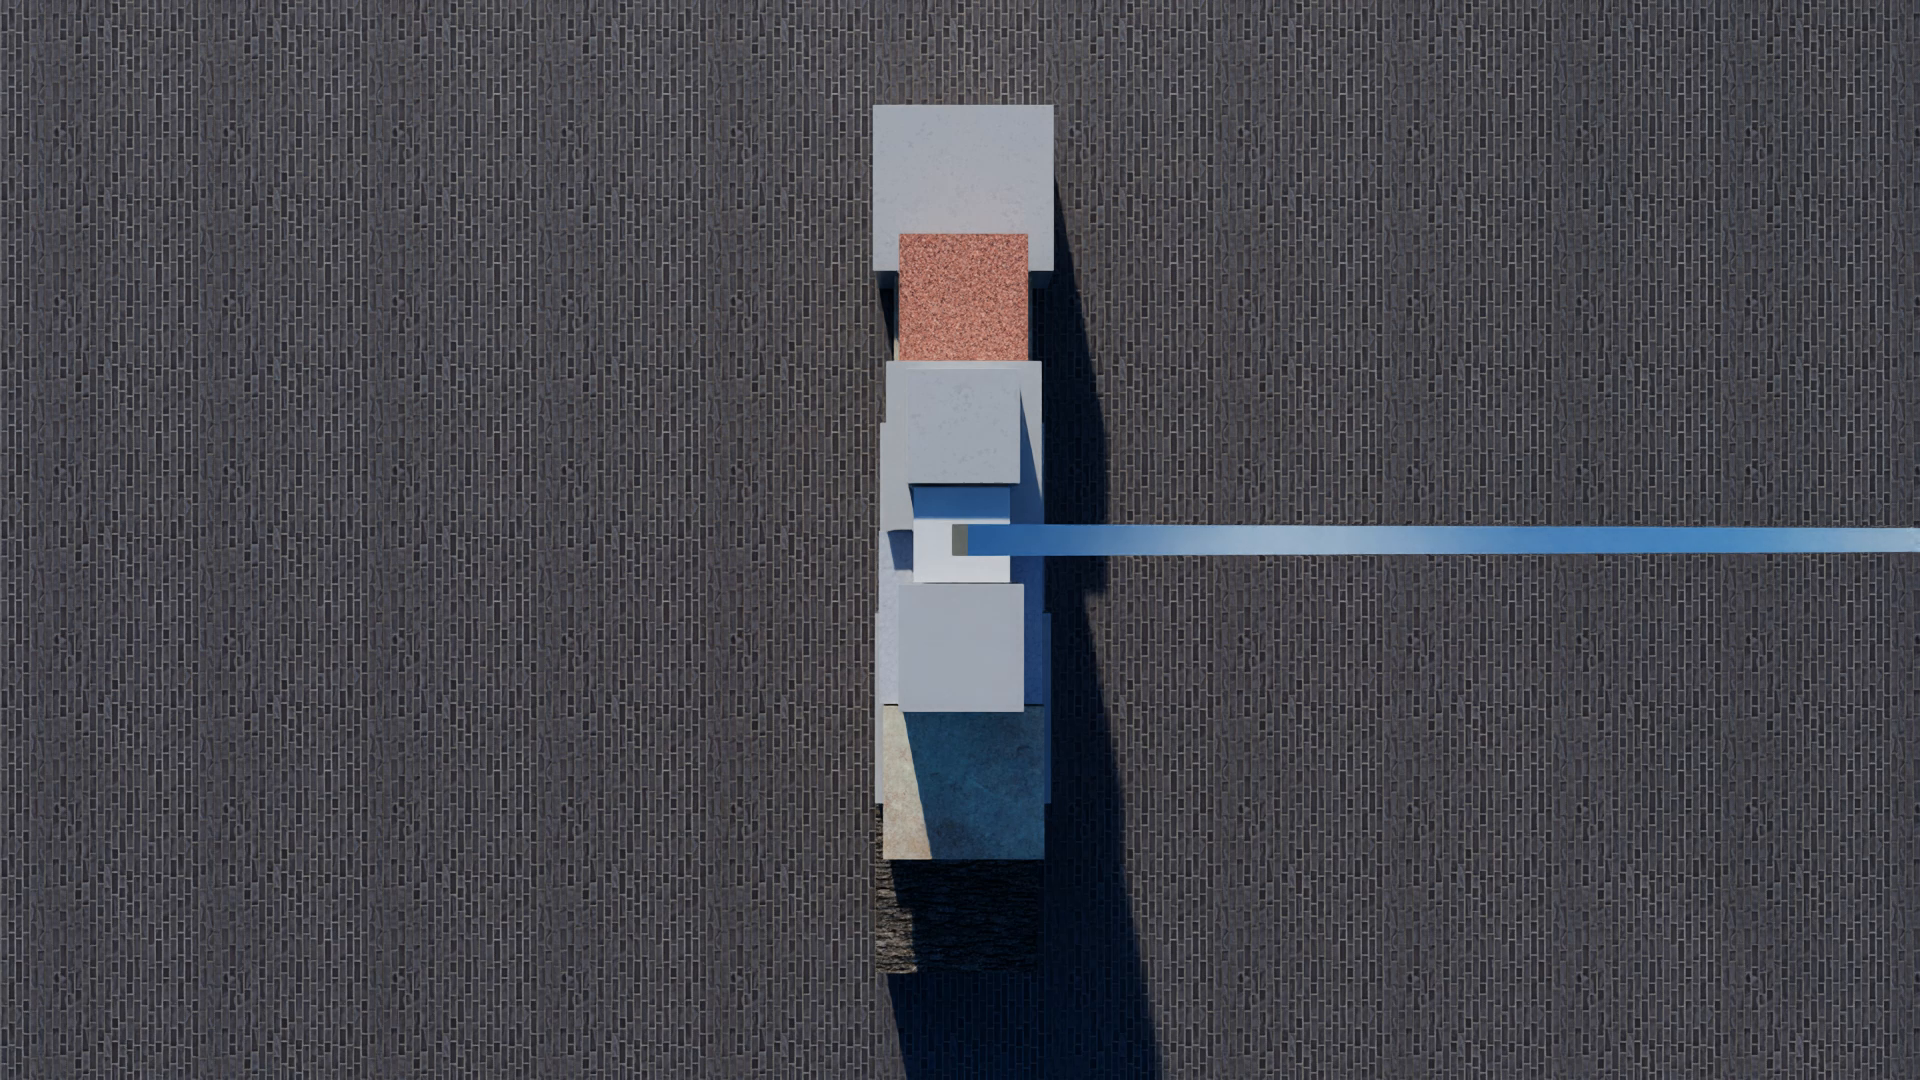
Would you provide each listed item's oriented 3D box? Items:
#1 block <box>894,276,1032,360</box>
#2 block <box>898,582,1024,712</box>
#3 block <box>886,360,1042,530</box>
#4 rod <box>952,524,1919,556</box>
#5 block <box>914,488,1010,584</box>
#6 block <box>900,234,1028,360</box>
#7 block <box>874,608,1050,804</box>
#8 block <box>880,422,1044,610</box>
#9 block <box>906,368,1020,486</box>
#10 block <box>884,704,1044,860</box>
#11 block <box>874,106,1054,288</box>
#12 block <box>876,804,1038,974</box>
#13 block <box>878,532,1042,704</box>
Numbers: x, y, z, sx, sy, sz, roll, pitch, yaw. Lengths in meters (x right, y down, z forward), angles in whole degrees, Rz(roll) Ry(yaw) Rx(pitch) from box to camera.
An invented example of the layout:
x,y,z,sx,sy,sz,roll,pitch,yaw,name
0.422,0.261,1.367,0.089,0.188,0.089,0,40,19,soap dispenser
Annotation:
x,y,z,sx,sy,sz,roll,pitch,yaw,name
0.018,-1.062,12.654,0.777,0.691,0.829,0,90,0,block
0.006,0.519,10.872,0.603,0.592,0.613,0,90,0,block
0.019,-0.477,11.511,0.782,0.887,0.847,0,90,0,block
2.234,0.000,6.876,5.200,0.080,0.080,0,90,-31,rod
0.009,-0.026,10.862,0.467,0.412,0.466,0,91,0,block
0.020,-1.257,11.822,0.675,0.632,0.702,0,91,0,block
0.016,0.909,12.441,0.951,1.119,1.027,0,90,0,block
0.012,-0.126,12.477,0.892,1.045,1.023,0,90,0,block
0.015,-0.550,10.821,0.549,0.493,0.552,0,90,0,block
0.020,1.227,11.493,0.814,0.776,0.771,0,90,0,block
0.019,-1.943,12.567,0.997,0.866,0.914,0,90,0,block
-0.018,1.917,12.591,0.900,0.819,0.967,0,90,0,block
0.004,0.394,11.525,0.831,0.713,0.875,0,90,0,block
